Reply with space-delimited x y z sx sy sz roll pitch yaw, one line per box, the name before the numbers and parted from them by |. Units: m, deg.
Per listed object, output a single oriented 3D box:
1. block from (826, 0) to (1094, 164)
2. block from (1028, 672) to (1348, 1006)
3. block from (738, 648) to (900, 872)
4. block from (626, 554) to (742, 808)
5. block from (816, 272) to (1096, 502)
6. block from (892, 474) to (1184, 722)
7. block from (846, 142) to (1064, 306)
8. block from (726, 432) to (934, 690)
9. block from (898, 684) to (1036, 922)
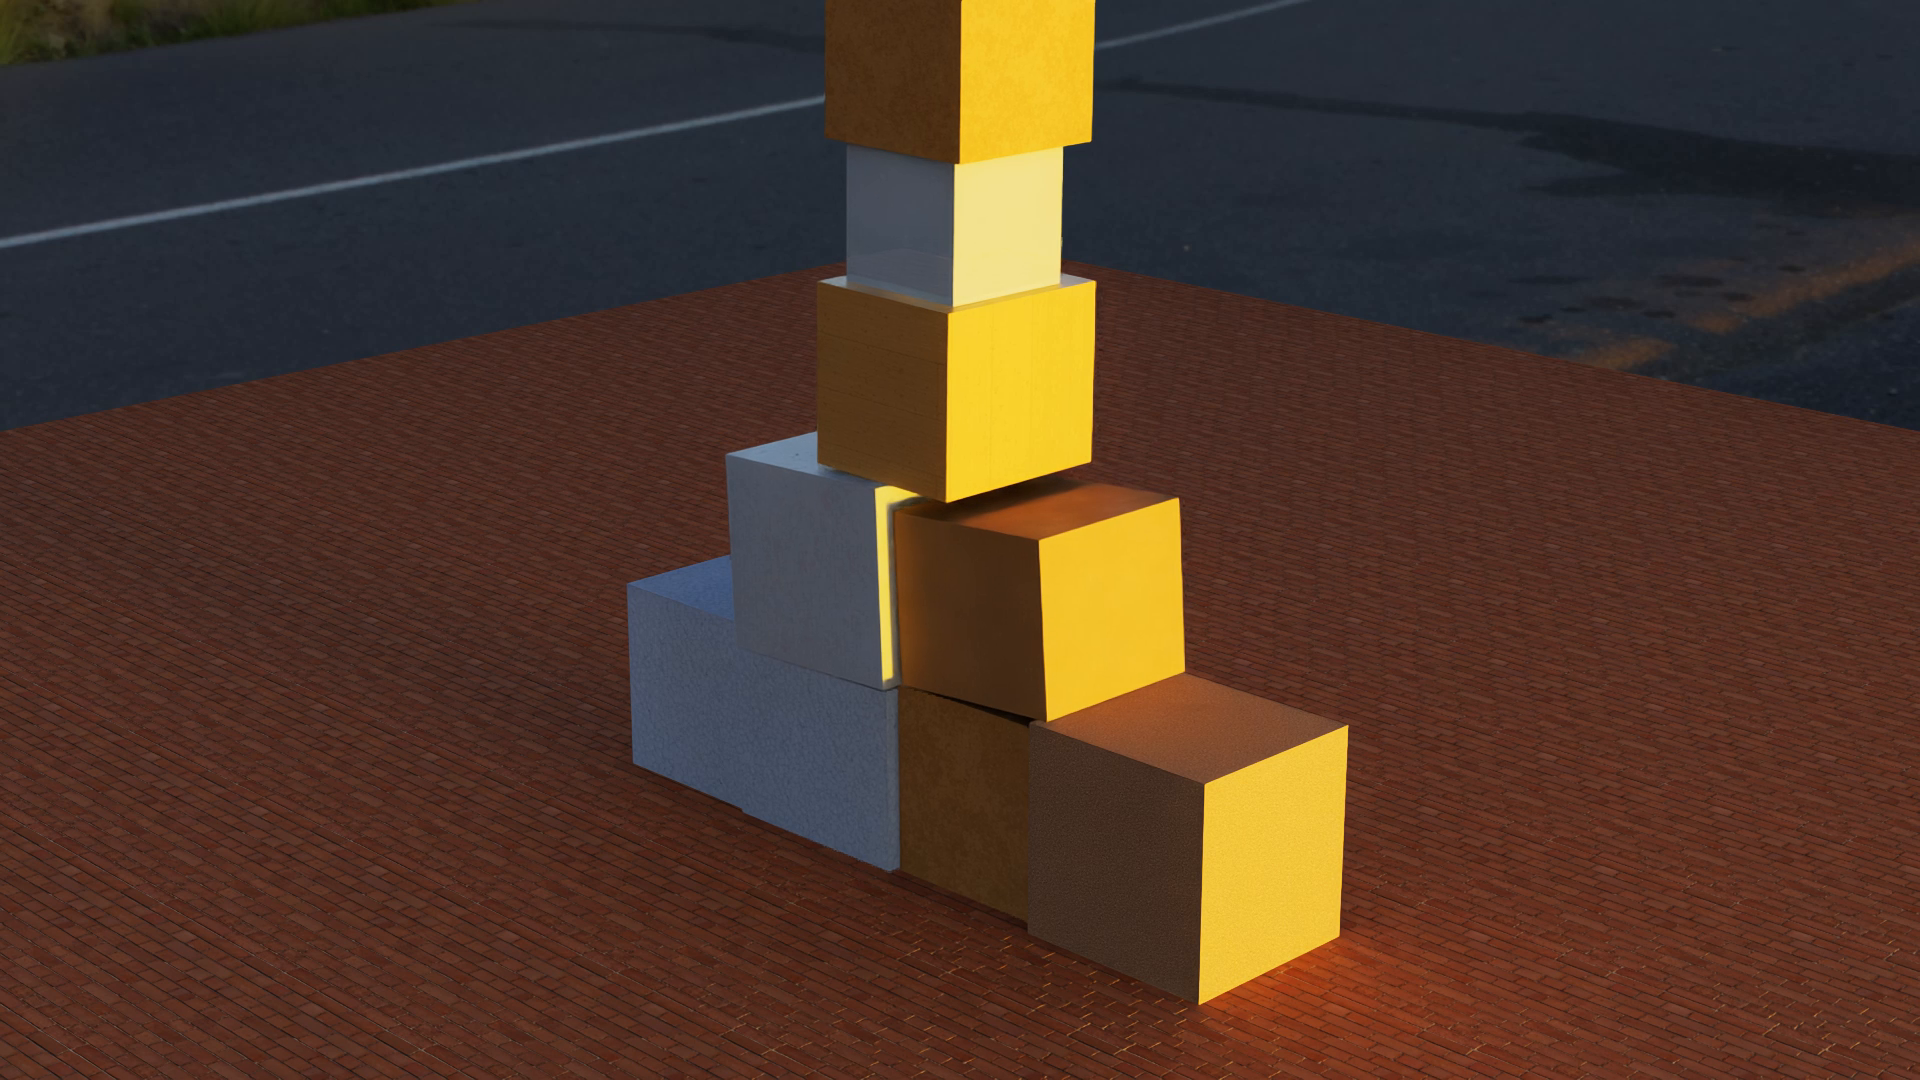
block | -0.002 -2.181 12.683 0.813 0.905 0.832 -17 25 -42
block | 0.978 1.258 12.693 0.942 0.989 0.985 -17 24 -42
block | -0.360 0.899 14.002 0.937 0.877 1.026 -17 23 -42
block | -1.044 0.671 14.620 0.845 0.953 0.860 -17 24 -42
block | -0.019 -0.752 13.152 0.927 0.840 0.826 -17 25 -42
block | 0.355 0.231 13.068 0.900 0.804 0.896 -17 20 -42
block | -0.027 -1.446 12.907 0.667 0.632 0.673 -17 25 -42
block | -0.354 0.030 13.694 1.019 0.934 1.010 -17 22 -42
block | 0.323 1.084 13.352 0.820 0.919 0.876 -17 23 -42
